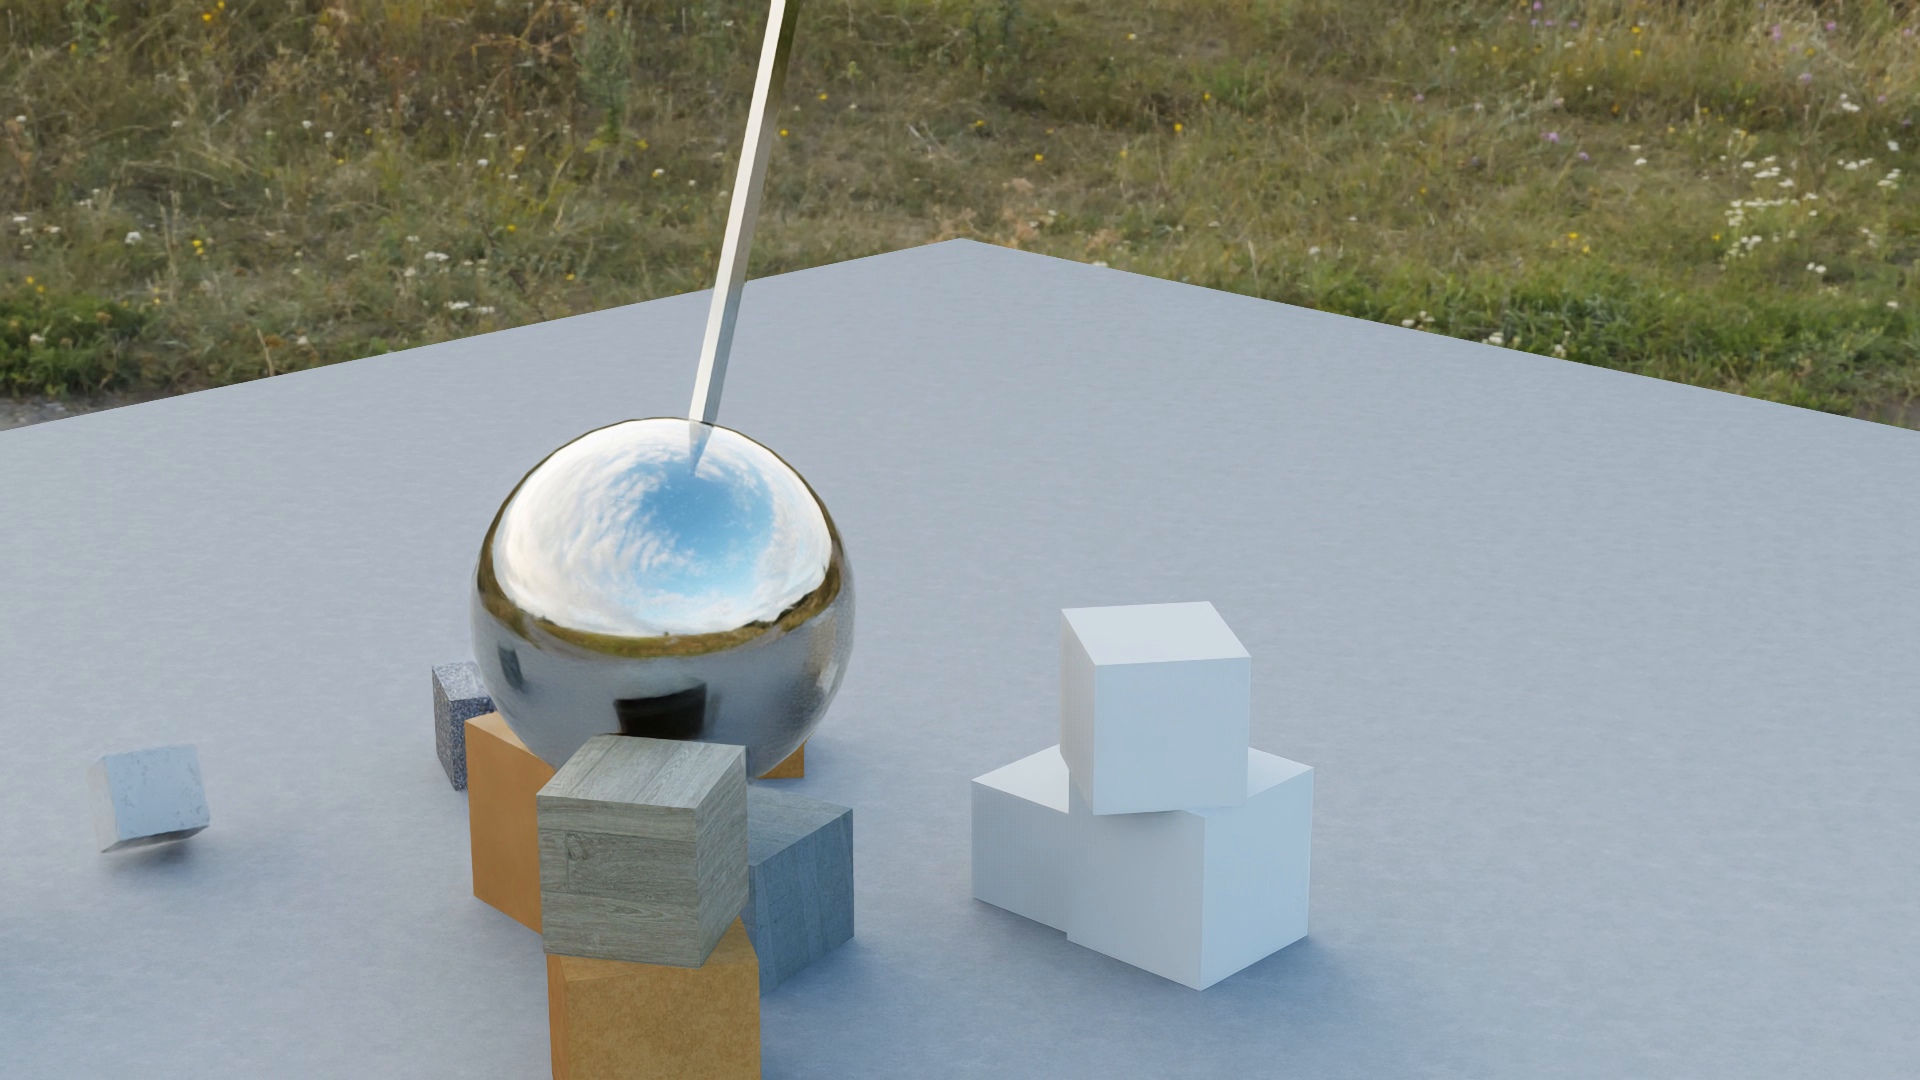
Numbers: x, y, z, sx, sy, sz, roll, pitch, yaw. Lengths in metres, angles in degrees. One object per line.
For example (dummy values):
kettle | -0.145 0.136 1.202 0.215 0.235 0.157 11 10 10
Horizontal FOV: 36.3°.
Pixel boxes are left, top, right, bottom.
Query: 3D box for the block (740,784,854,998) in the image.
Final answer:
block | -0.946 1.484 12.618 0.688 0.603 0.725 10 20 30

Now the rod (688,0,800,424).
rod | -0.531 -3.026 11.835 0.080 5.200 0.080 17 7 42

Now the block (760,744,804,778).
block | -1.137 0.813 14.782 0.666 0.586 0.658 -2 18 -5

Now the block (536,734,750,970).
block | -1.188 1.166 11.081 0.610 0.640 0.635 4 18 12

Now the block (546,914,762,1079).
block | -1.183 1.837 11.255 0.713 0.745 0.734 -4 18 -13

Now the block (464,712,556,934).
block | -1.629 1.215 13.067 0.796 0.846 0.810 -15 23 -39

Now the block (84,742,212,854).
block | -3.777 1.197 13.631 0.431 0.396 0.349 -8 -11 -34

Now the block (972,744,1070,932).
block | 0.494 1.330 13.171 0.617 0.564 0.639 15 23 40

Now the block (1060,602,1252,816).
block | 0.813 0.701 12.389 0.652 0.658 0.720 -3 18 -9

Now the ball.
ball | -1.225 0.288 12.149 1.600 1.600 1.600 0 17 0

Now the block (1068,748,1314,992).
block | 0.994 1.361 12.699 0.740 0.788 0.753 16 23 40

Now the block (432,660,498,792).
block | -2.311 0.906 14.671 0.551 0.474 0.533 -6 18 -18
